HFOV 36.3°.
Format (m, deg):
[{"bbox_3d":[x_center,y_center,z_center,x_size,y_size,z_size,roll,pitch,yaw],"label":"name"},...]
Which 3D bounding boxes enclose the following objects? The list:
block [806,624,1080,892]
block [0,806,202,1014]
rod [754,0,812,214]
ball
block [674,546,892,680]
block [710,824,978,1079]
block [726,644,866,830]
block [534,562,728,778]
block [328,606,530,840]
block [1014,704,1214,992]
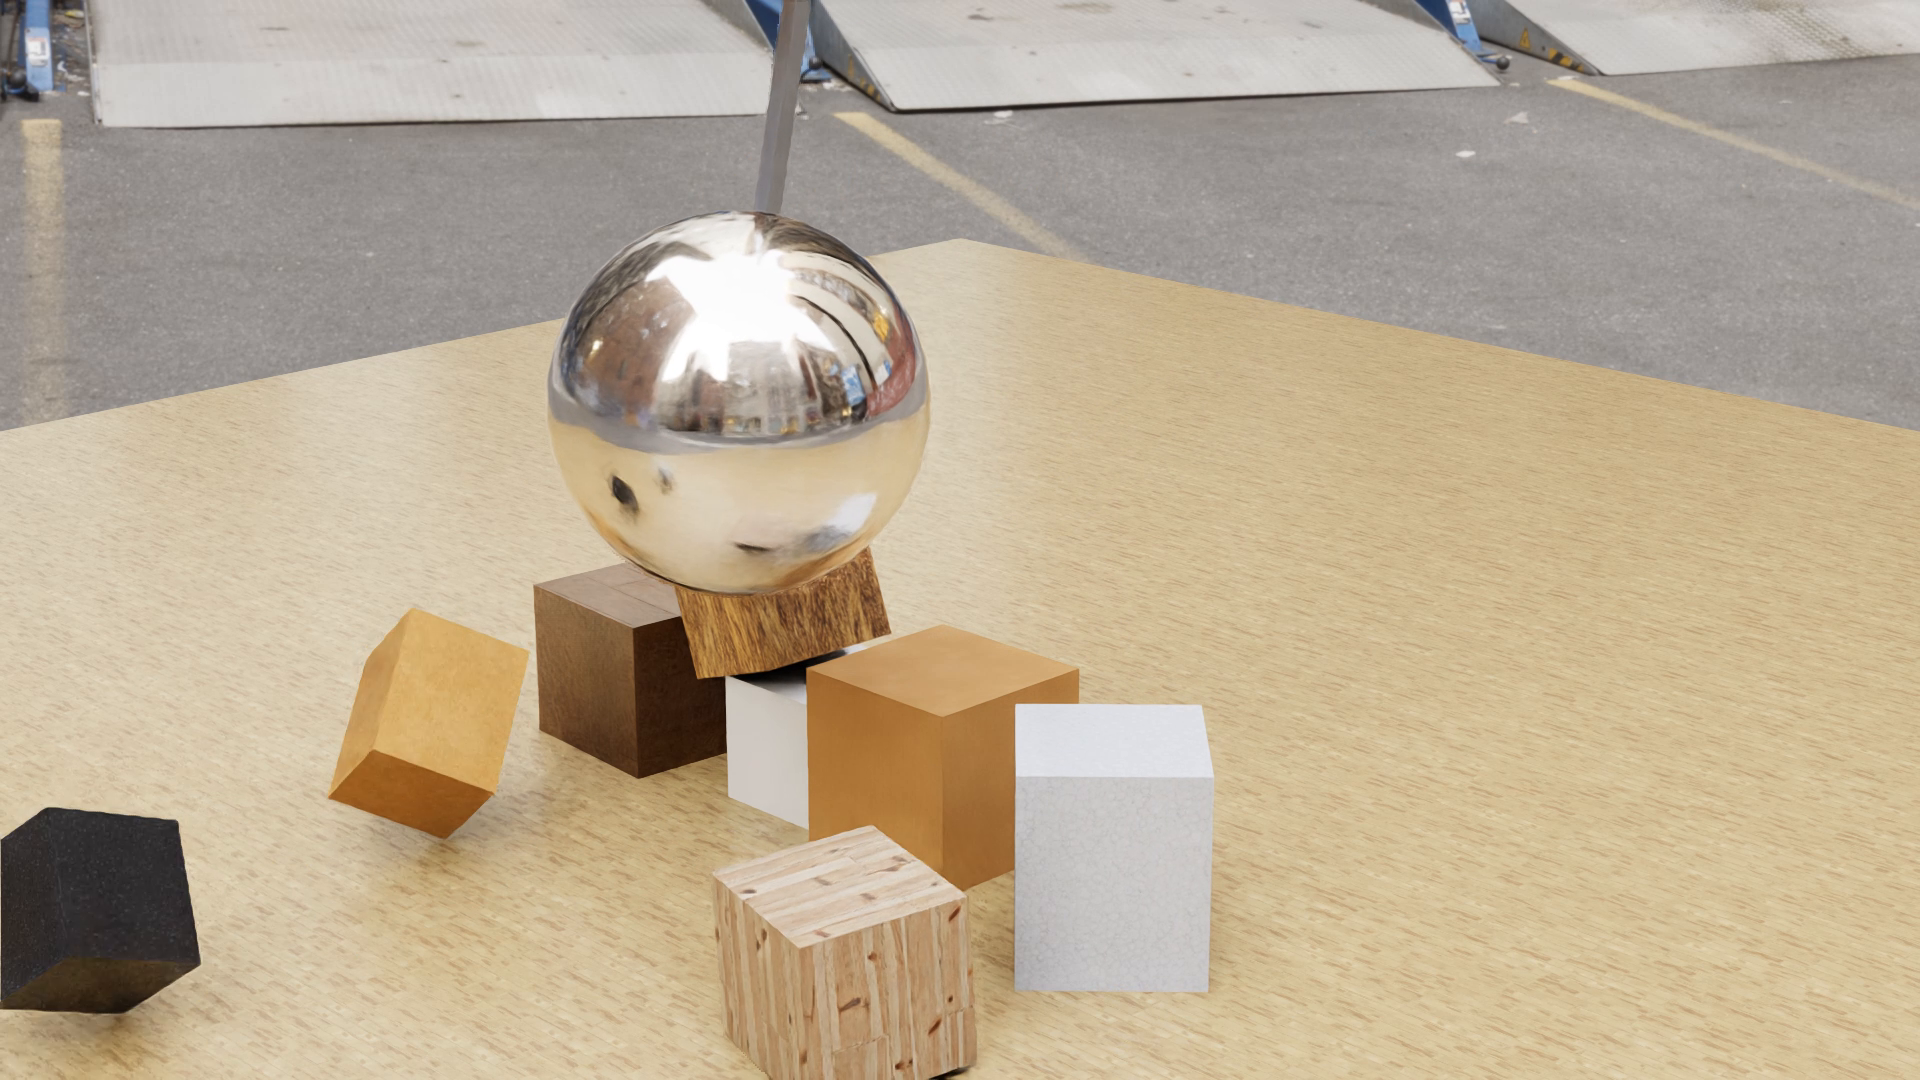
[{"bbox_3d":[-0.080,1.011,13.667,0.893,0.877,0.890,17,24,42],"label":"block"},{"bbox_3d":[-3.536,1.507,11.862,0.546,0.635,0.619,-32,-28,31],"label":"block"},{"bbox_3d":[-0.398,-3.890,11.702,0.080,5.200,0.080,17,11,42],"label":"rod"},{"bbox_3d":[-0.919,-0.568,12.200,1.600,1.600,1.600,0,17,0],"label":"ball"},{"bbox_3d":[-0.887,0.235,14.206,0.714,0.682,0.686,-16,4,-34],"label":"block"},{"bbox_3d":[-0.463,1.693,11.640,0.732,0.731,0.791,-14,23,-27],"label":"block"},{"bbox_3d":[-0.625,0.946,14.277,0.755,0.635,0.681,-17,24,-42],"label":"block"},{"bbox_3d":[-1.579,0.628,15.022,0.817,0.794,0.892,-14,22,-38],"label":"block"},{"bbox_3d":[-2.478,0.861,13.691,0.597,0.753,0.639,23,-34,-21],"label":"block"},{"bbox_3d":[0.642,1.307,12.568,0.813,0.969,0.841,0,17,1],"label":"block"}]
